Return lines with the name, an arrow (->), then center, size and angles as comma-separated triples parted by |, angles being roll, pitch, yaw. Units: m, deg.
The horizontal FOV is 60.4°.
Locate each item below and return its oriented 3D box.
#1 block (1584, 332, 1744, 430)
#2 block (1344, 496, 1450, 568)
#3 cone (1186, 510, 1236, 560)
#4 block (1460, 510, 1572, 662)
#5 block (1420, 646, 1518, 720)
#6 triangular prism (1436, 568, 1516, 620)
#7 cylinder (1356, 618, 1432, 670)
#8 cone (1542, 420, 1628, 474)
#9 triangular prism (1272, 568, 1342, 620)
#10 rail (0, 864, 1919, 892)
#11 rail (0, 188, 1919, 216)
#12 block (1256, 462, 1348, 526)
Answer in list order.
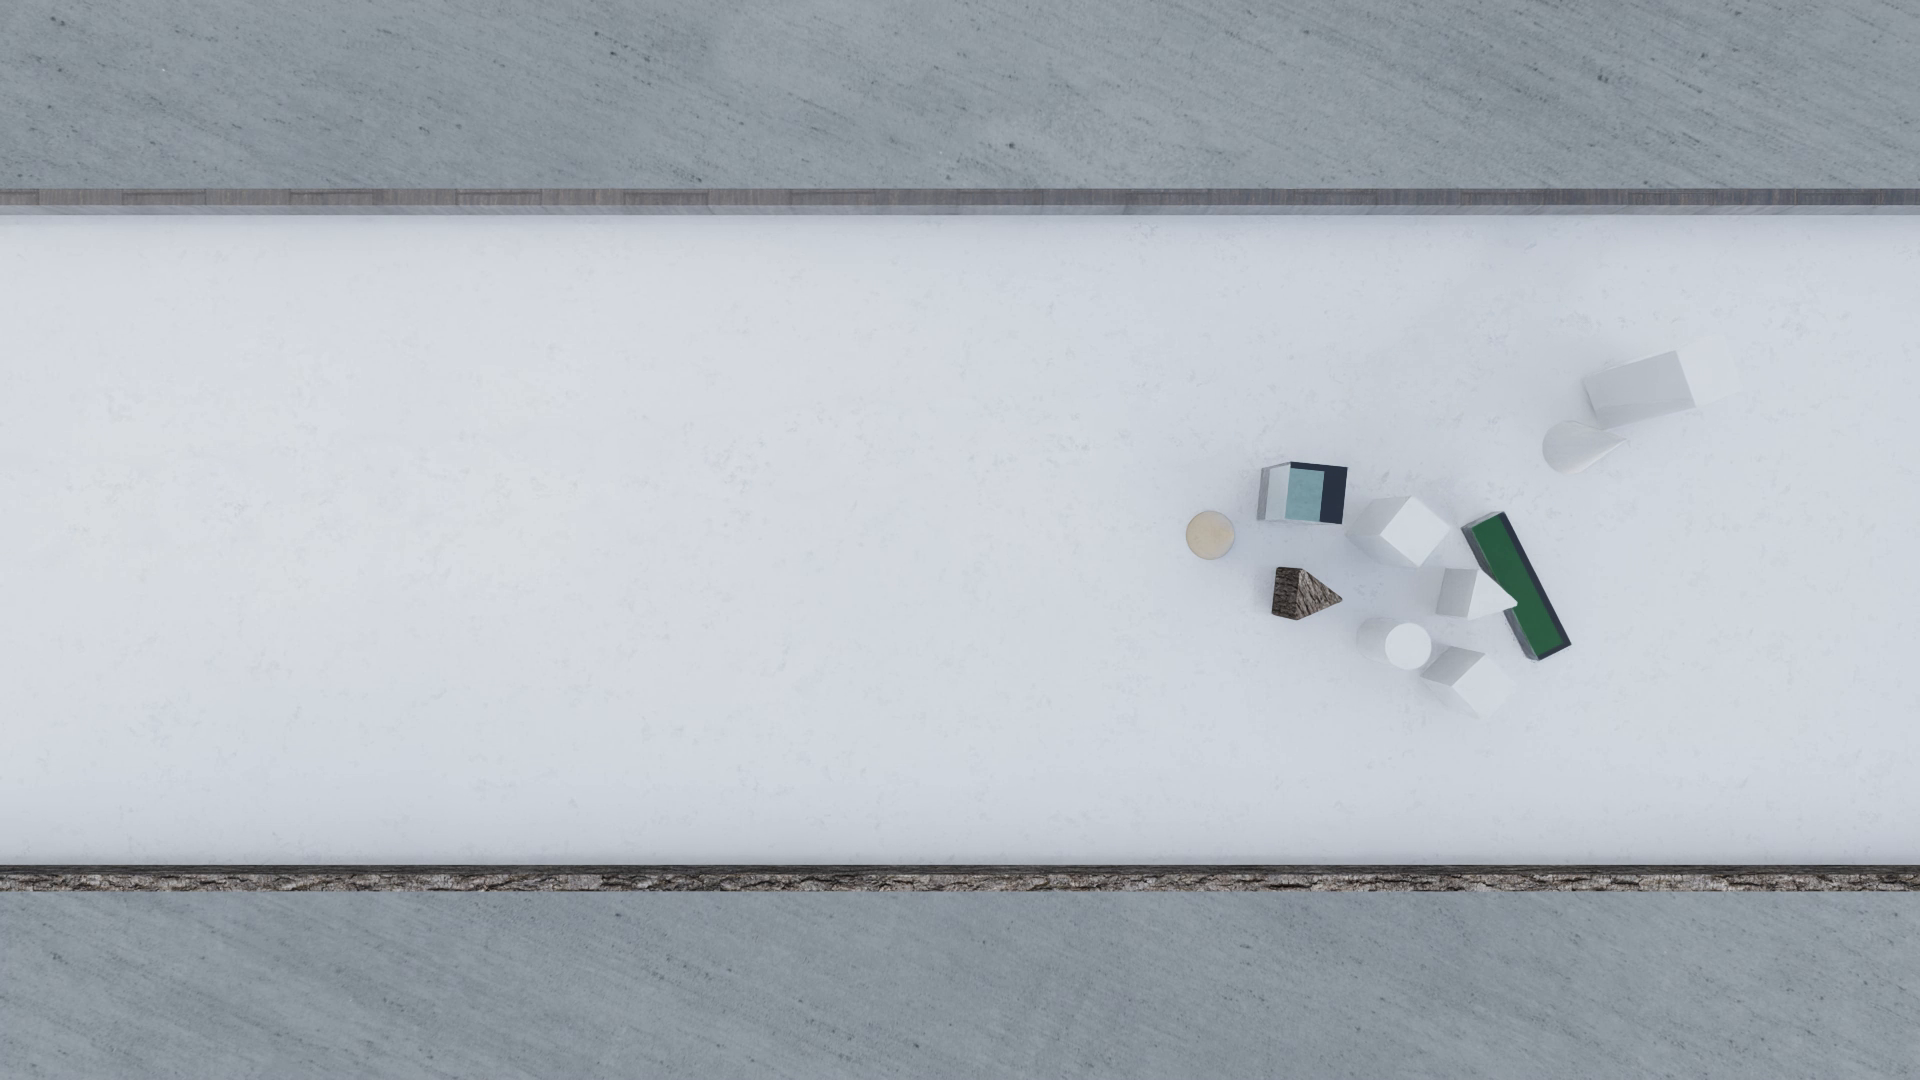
block -> 2.060, -0.461, 4.852 | 0.172, 0.419, 0.172 | -20, 90, -16
block -> 1.282, -0.025, 4.861 | 0.143, 0.432, 0.143 | 39, 90, 0
cone -> 0.771, -0.014, 4.854 | 0.152, 0.446, 0.152 | 0, 90, 0
block -> 1.691, 0.139, 5.021 | 0.111, 0.111, 0.452 | -27, 90, 0
block -> 1.510, 0.423, 4.909 | 0.137, 0.335, 0.137 | -44, 90, 0
triangular prism -> 1.518, 0.146, 4.917 | 0.149, 0.318, 0.129 | -17, 90, 0
cylinder -> 1.286, 0.305, 4.904 | 0.134, 0.345, 0.134 | 0, 90, 0
cone -> 1.875, -0.285, 4.851 | 0.166, 0.451, 0.166 | 0, 90, 0
triangular prism -> 1.003, 0.142, 4.900 | 0.147, 0.354, 0.127 | -23, 90, 0
rail -> -2.247, 1.025, 5.001 | 12.000, 0.150, 0.050 | 0, 90, 0
rail -> -2.247, -1.025, 5.002 | 12.000, 0.150, 0.050 | 0, 90, 0
block -> 1.001, -0.133, 4.854 | 0.162, 0.446, 0.162 | 6, 90, 0
